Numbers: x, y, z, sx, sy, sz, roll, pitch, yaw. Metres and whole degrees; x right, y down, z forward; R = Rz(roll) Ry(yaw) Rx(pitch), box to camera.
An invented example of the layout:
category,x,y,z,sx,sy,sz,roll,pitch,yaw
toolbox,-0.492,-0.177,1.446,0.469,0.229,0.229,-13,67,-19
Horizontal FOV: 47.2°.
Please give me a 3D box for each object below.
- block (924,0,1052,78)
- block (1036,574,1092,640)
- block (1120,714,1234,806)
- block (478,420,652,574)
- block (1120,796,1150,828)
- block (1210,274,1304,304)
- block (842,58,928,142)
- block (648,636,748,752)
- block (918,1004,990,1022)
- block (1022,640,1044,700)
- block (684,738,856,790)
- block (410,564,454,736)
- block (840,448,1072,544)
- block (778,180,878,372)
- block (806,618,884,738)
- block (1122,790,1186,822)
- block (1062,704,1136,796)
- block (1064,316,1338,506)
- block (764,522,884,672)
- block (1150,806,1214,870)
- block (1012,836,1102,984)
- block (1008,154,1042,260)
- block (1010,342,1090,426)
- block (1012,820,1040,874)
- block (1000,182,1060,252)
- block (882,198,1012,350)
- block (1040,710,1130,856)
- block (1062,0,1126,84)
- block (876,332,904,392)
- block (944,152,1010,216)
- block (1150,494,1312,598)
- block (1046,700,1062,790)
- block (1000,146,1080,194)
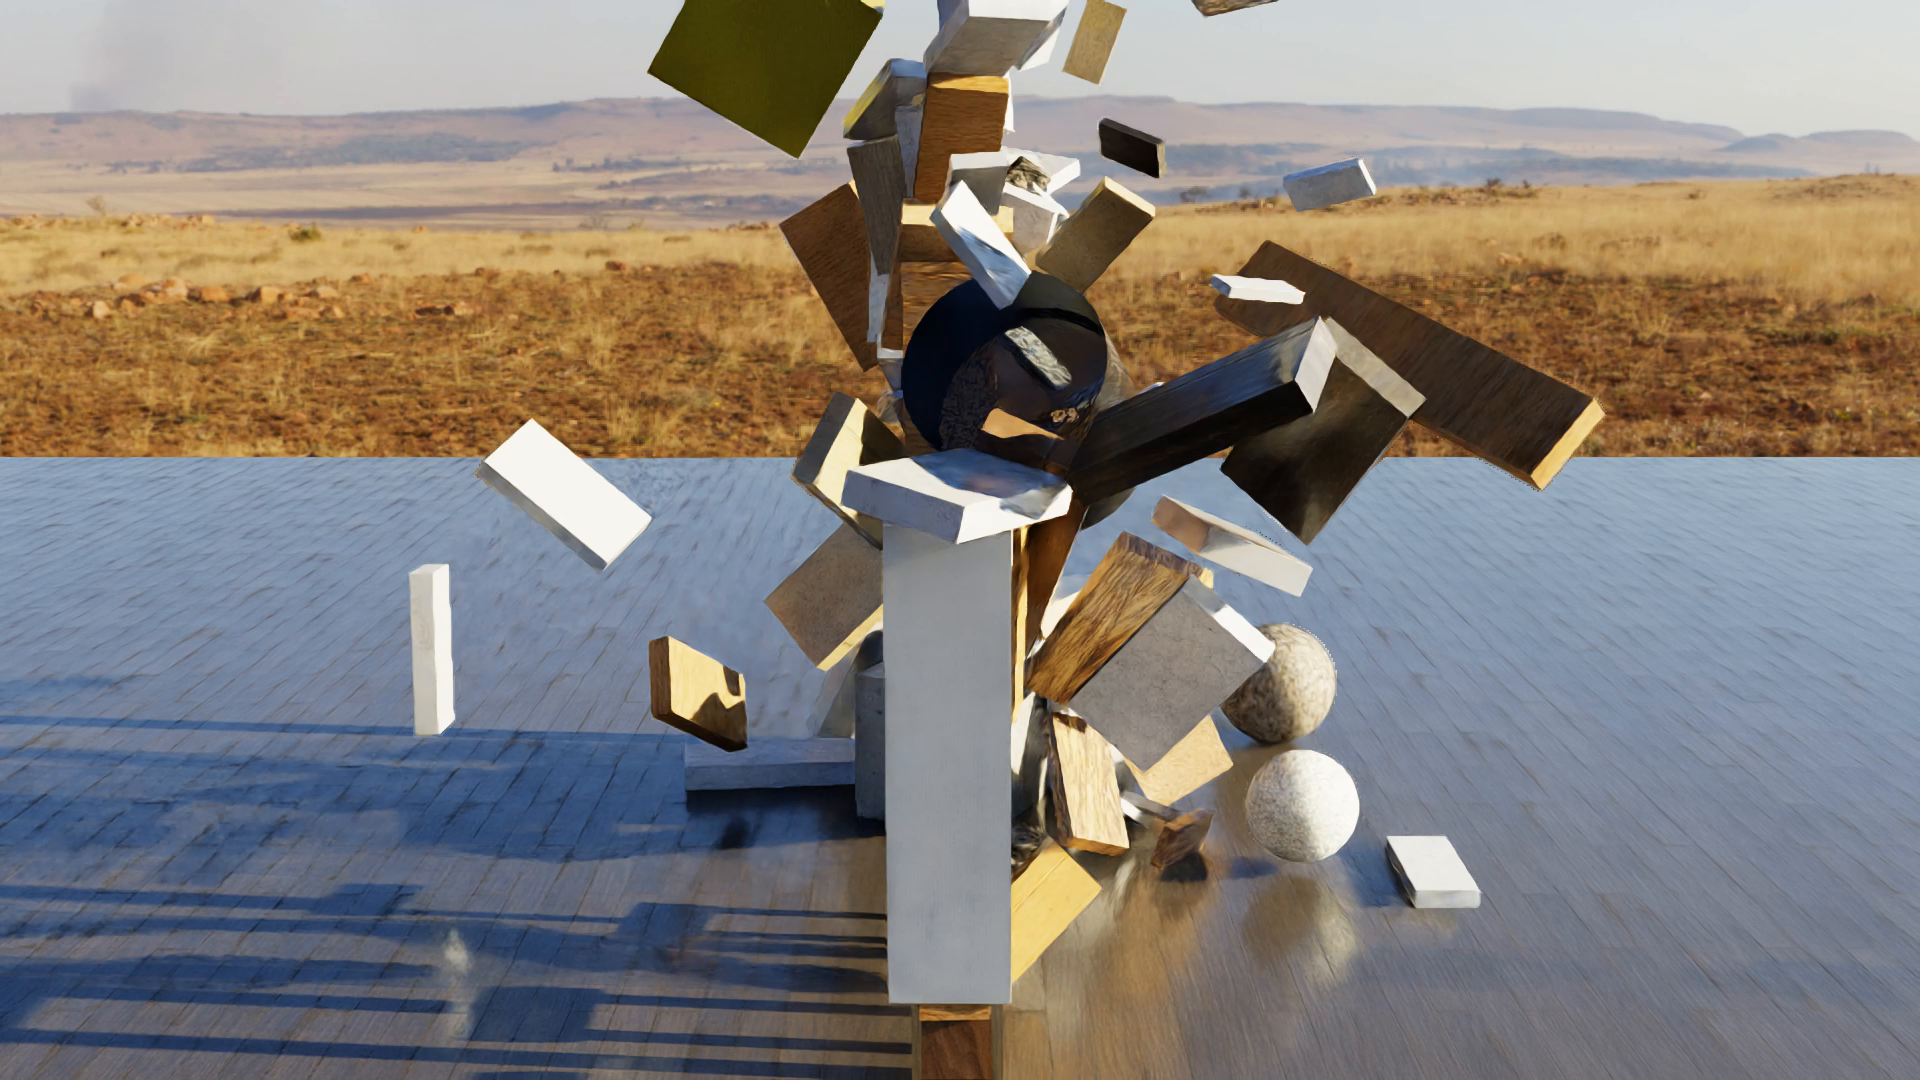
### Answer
category,x,y,z,sx,sy,sz,roll,pitch,yaw
block,0.036,-0.712,3.113,0.118,0.033,0.236,-1,-8,-16
block,0.105,0.113,3.654,0.169,0.048,0.338,-24,10,-30
block,0.356,0.331,3.896,0.169,0.048,0.520,-31,-32,1
block,-0.734,-0.082,4.098,0.293,0.042,0.147,39,47,-1
block,0.287,0.485,3.974,0.067,0.019,0.134,13,-16,35
block,0.352,-0.297,2.603,0.099,0.014,0.049,2,22,-23
block,-0.095,-0.669,3.368,0.104,0.030,0.209,3,-18,-23
block,-0.492,0.293,4.152,0.042,0.147,0.293,-14,-23,19
block,-0.012,0.559,2.792,0.087,0.025,0.174,-1,14,-3
block,0.134,0.203,3.941,0.169,0.048,0.338,-44,4,26
block,-0.375,0.442,4.339,0.334,0.047,0.167,-1,11,-8
block,-0.961,0.197,4.005,0.042,0.293,0.147,-1,6,-2
block,0.002,-0.055,2.559,0.151,0.043,0.301,18,14,23
block,-0.201,-0.527,4.398,0.170,0.339,0.048,-28,6,17
block,-0.169,0.255,4.426,0.167,0.334,0.047,5,33,-38
block,0.365,0.493,3.990,0.134,0.019,0.067,18,-12,29
block,0.265,0.346,4.126,0.147,0.293,0.042,12,-17,-16
block,0.279,-0.148,2.554,0.311,0.044,0.156,-23,22,32
block,-0.190,0.063,4.227,0.180,0.359,0.051,50,9,24
block,0.387,0.516,3.816,0.022,0.076,0.170,25,17,26
block,0.098,0.554,3.250,0.212,0.106,0.030,-46,11,-7
block,0.029,-0.488,3.625,0.154,0.309,0.044,0,35,-15
block,0.136,-0.235,3.304,0.018,0.130,0.065,-43,1,32
block,0.039,0.527,3.365,0.106,0.212,0.030,17,10,-5
block,0.071,-0.524,3.487,0.166,0.083,0.023,24,47,10
block,-0.025,-0.409,3.467,0.168,0.048,0.336,4,-30,-6
block,0.186,0.365,3.303,0.106,0.212,0.030,16,-41,-32
block,0.219,-0.819,3.603,0.064,0.129,0.018,19,13,-7
block,-0.054,-0.341,4.385,0.180,0.051,0.359,-1,-11,6
block,0.019,-0.464,2.881,0.073,0.021,0.147,-5,-17,-7
block,0.369,0.005,3.028,0.150,0.042,0.300,22,6,-10
block,0.244,0.338,4.229,0.147,0.293,0.042,4,-8,21
block,0.105,-0.687,4.068,0.209,0.030,0.104,17,38,33
